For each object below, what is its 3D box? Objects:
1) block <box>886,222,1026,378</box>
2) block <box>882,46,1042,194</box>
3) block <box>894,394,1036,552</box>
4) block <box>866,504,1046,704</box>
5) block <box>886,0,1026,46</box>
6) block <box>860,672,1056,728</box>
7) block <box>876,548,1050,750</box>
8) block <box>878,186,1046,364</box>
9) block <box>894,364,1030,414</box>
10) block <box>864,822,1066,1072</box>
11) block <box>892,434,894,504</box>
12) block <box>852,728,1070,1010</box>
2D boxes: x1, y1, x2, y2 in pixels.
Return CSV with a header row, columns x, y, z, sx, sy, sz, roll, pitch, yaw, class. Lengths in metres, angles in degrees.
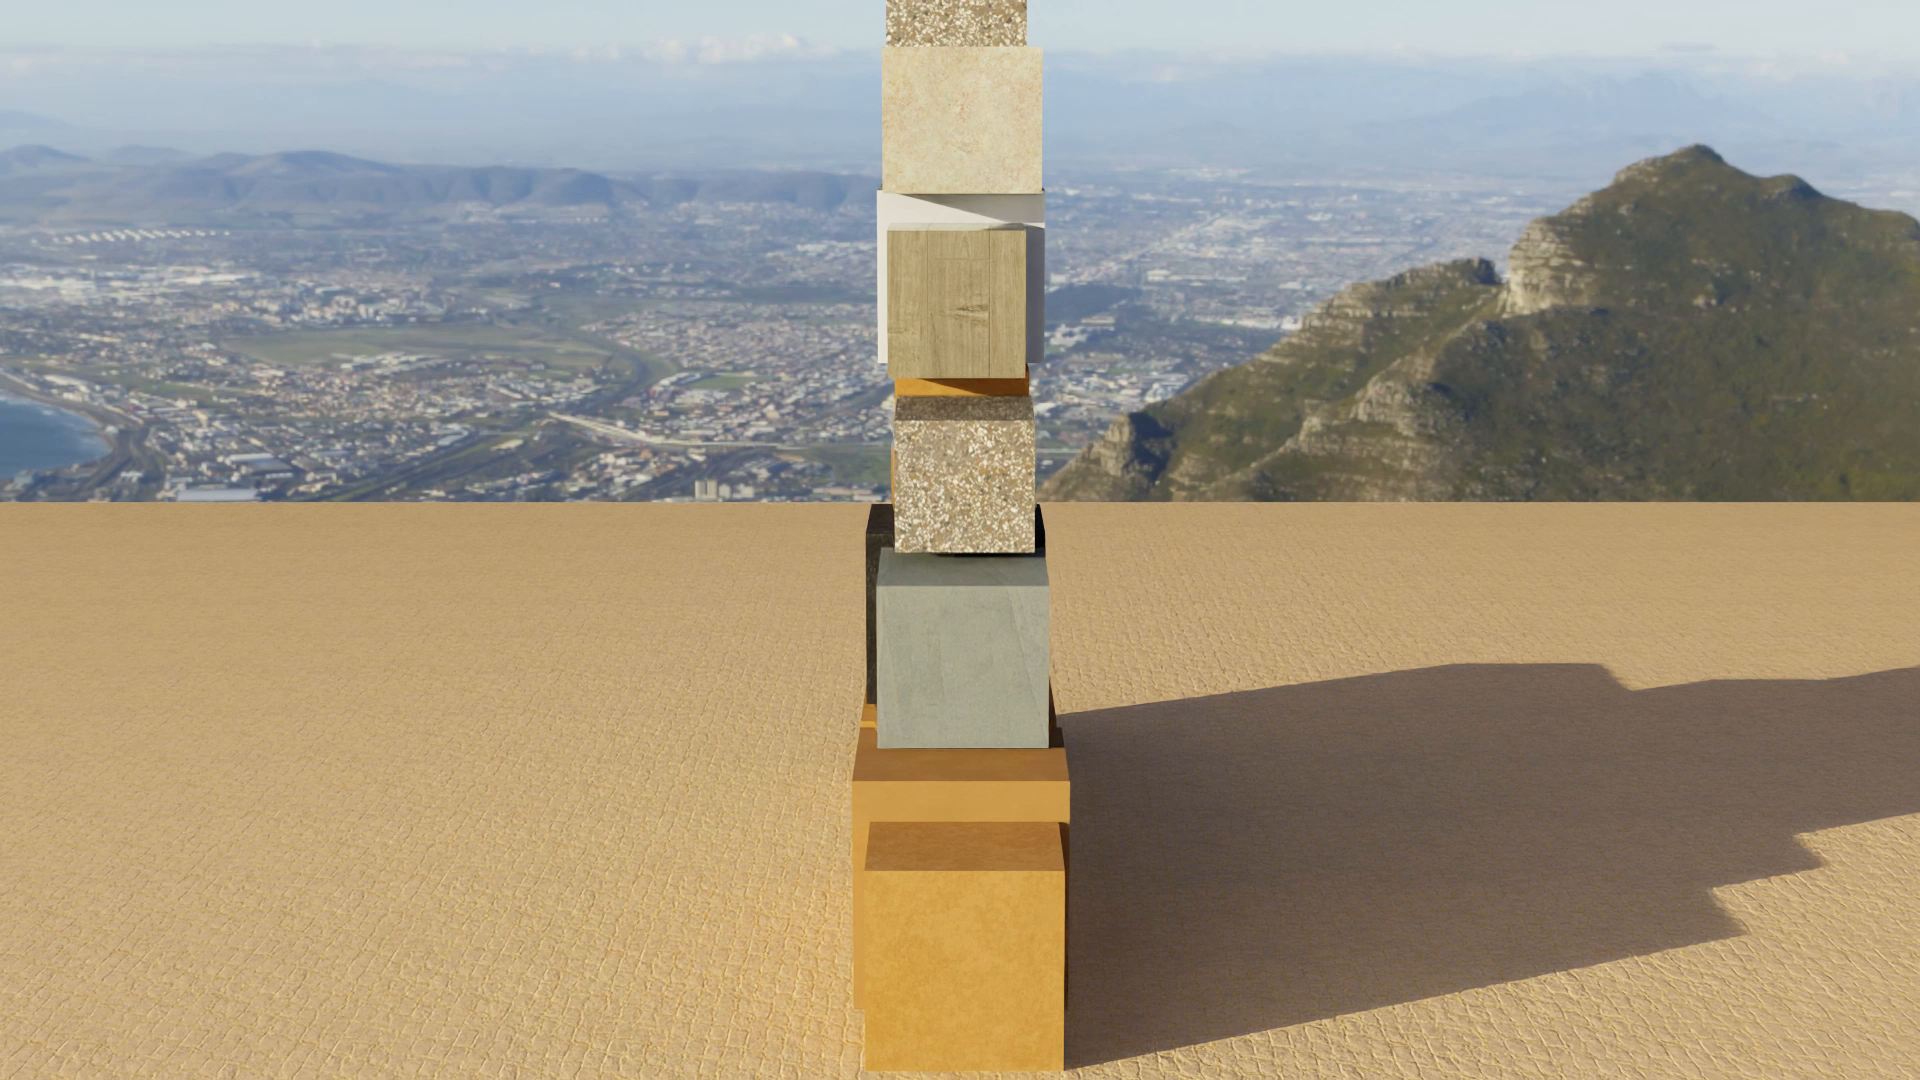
x,y,z,sx,sy,sz,roll,pitch,yaw,class
-0.015,-1.000,10.642,0.560,0.597,0.544,0,10,0,block
0.009,-1.782,10.856,0.657,0.595,0.681,0,10,0,block
0.019,-0.276,10.444,0.558,0.537,0.531,0,14,0,block
-0.019,0.262,10.980,0.740,0.721,0.746,0,10,0,block
-0.014,-2.316,10.759,0.575,0.491,0.618,0,10,0,block
-0.005,1.106,10.915,0.794,0.918,0.895,0,10,0,block
0.011,0.424,10.275,0.668,0.659,0.645,0,13,0,block
0.005,-1.179,11.248,0.711,0.732,0.692,0,10,0,block
0.009,-0.441,11.036,0.560,0.643,0.635,0,10,0,block
0.016,1.475,9.380,0.706,0.742,0.605,0,10,0,block
0.009,-0.202,11.746,0.628,0.574,0.657,0,10,0,block
0.003,1.271,10.071,0.815,0.896,0.806,0,10,0,block
